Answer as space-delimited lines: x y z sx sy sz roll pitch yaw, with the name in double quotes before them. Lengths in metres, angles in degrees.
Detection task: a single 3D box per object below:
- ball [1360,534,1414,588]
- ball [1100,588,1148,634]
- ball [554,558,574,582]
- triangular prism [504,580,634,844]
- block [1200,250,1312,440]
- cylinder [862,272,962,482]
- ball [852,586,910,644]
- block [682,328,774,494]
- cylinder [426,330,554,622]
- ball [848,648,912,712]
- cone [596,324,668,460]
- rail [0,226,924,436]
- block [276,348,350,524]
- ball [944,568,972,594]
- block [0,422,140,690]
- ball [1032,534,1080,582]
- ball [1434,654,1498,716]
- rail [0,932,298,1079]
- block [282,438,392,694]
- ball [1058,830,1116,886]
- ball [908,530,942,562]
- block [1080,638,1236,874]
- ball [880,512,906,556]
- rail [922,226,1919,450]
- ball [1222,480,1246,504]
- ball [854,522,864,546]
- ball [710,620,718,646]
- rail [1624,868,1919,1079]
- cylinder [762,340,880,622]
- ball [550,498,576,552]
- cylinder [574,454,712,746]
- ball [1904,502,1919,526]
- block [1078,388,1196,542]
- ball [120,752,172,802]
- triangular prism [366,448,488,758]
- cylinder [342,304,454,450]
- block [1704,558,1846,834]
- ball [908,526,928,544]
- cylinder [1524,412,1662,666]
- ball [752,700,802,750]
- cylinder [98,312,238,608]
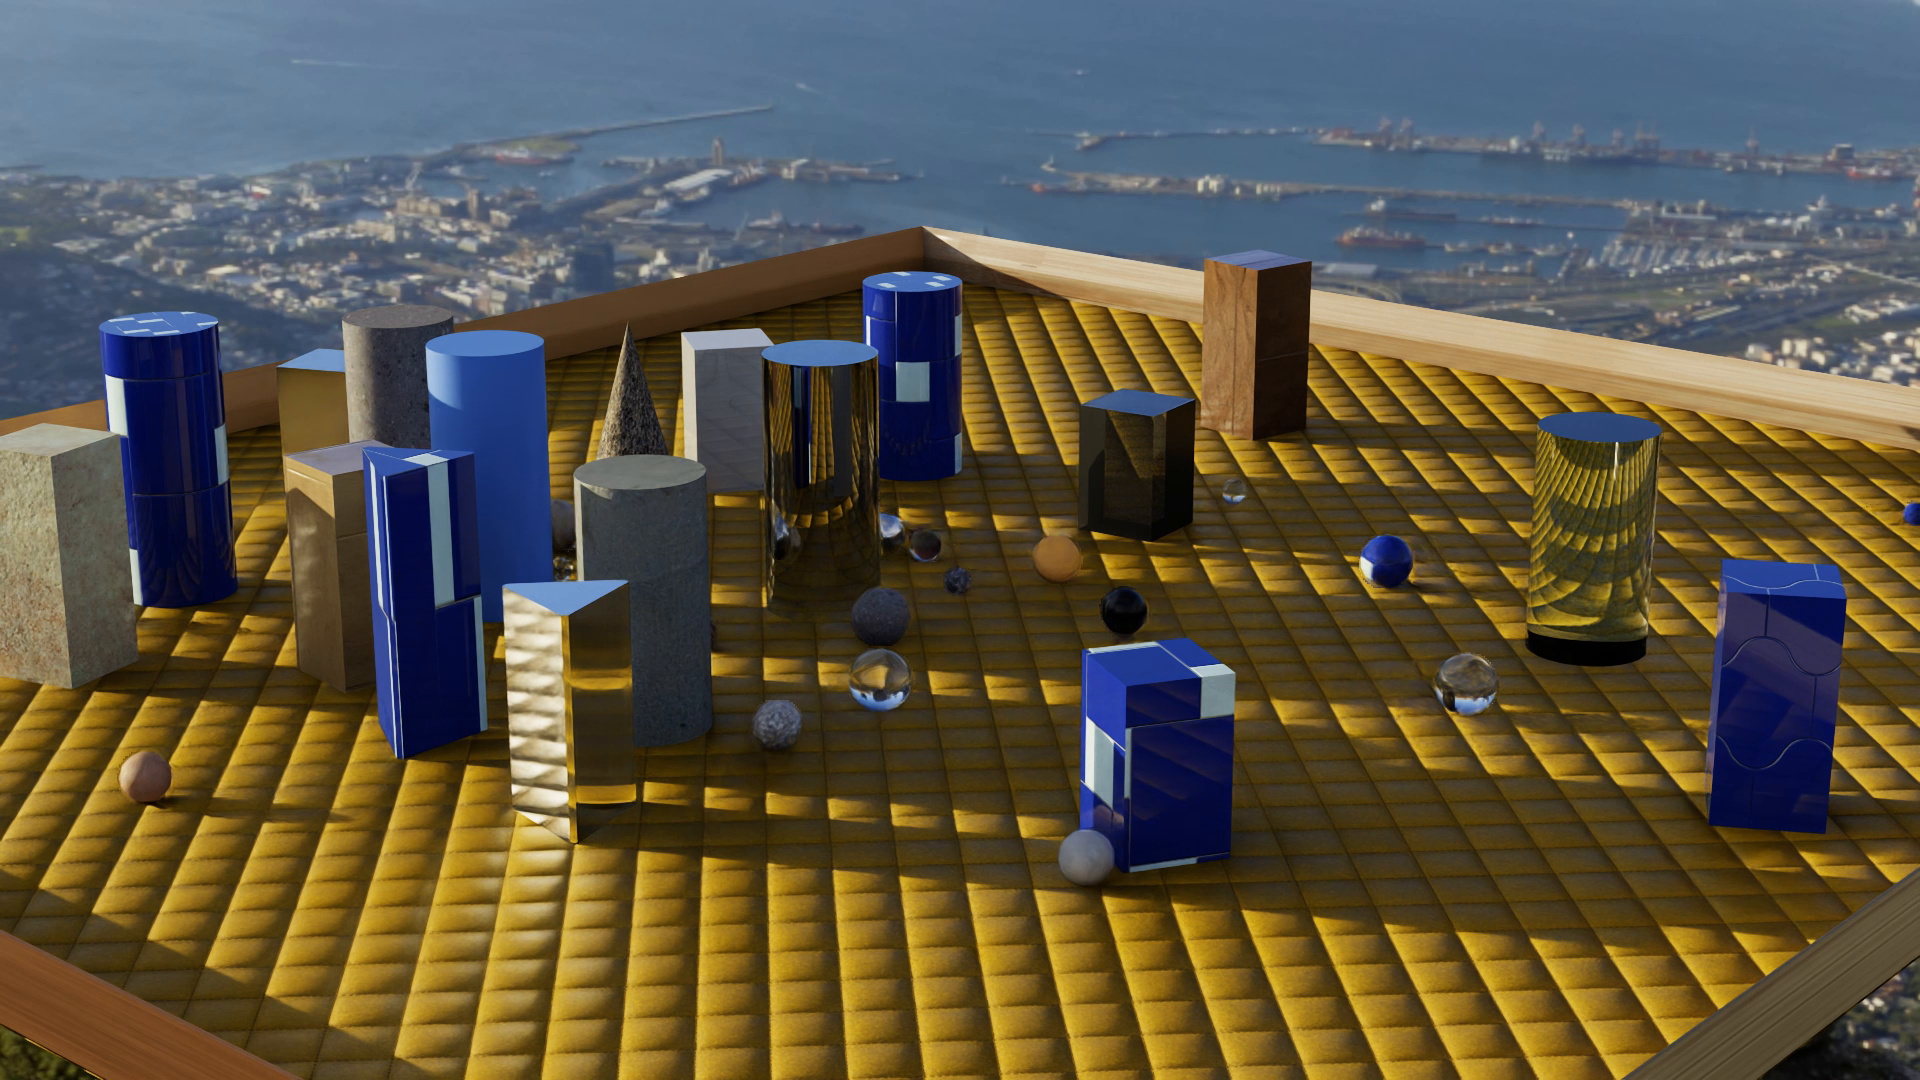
"ball" 0.753 0.036 5.171 0.093 0.093 0.093 0 17 0
"ball" 0.276 0.119 4.923 0.078 0.078 0.078 0 17 0
"ball" -0.708 0.053 5.199 0.045 0.045 0.045 0 17 0
"triangular prism" -0.526 0.229 4.117 0.148 0.333 0.171 -12 21 -35
"block" 0.625 -0.414 6.197 0.158 0.363 0.158 -13 21 -37
"cylinder" -0.095 -0.330 5.881 0.198 0.385 0.198 0 17 0
"ball" -0.131 0.126 4.869 0.096 0.096 0.096 0 17 0
"block" -0.456 -0.256 5.802 0.158 0.289 0.158 -4 17 -14
"cylinder" -0.802 -0.110 5.015 0.198 0.464 0.198 0 17 0
"ball" -0.124 0.218 4.558 0.099 0.099 0.099 0 17 0
"cone" -0.624 -0.231 5.568 0.198 0.376 0.198 0 17 0
"rail" -1.415 -0.322 6.296 0.045 0.129 4.066 14 22 39
"block" -1.175 -0.192 5.559 0.158 0.306 0.158 5 18 17
"ball" -0.003 0.072 5.132 0.047 0.047 0.047 0 17 0
"block" -1.450 0.024 4.710 0.158 0.383 0.158 8 18 24
"ball" 0.170 0.033 5.197 0.085 0.085 0.085 0 17 0
"ball" 0.784 0.224 4.542 0.096 0.096 0.096 0 17 0
"rail" -1.317 0.470 3.667 3.796 0.129 0.045 14 22 39
"block" -0.964 0.040 4.700 0.158 0.359 0.158 -14 22 -38
"ball" 0.170 0.424 3.916 0.075 0.075 0.075 0 17 0
"ball" -0.063 0.010 5.320 0.059 0.059 0.059 0 17 0
"block" 0.269 0.293 4.017 0.158 0.268 0.158 -6 18 -19
"ball" -0.139 -0.010 5.347 0.081 0.081 0.081 0 17 0
"rail" 1.317 -0.405 6.572 3.796 0.129 0.045 14 22 39
"ball" 0.531 -0.094 5.685 0.046 0.046 0.046 0 17 0
"ball" -0.173 -0.012 5.414 0.045 0.045 0.045 0 17 0
"ball" -0.430 0.154 4.843 0.058 0.058 0.058 0 17 0
"rail" 1.415 0.387 3.943 0.045 0.129 4.066 14 22 39
"cylinder" -0.237 -0.102 5.017 0.198 0.447 0.198 0 17 0
"ball" -0.742 -0.027 5.371 0.099 0.099 0.099 0 17 0
"cylinder" -0.480 0.090 4.454 0.198 0.403 0.198 0 17 0
"ball" 1.805 -0.049 5.538 0.045 0.045 0.045 0 17 0
"block" 0.332 -0.142 5.509 0.158 0.240 0.158 11 20 32
"ball" -1.167 0.339 4.201 0.073 0.073 0.073 0 17 0
"triangular prism" -0.836 0.084 4.415 0.148 0.438 0.171 14 22 38
"cylinder" -1.017 -0.199 5.366 0.198 0.430 0.198 0 17 0
"block" 1.146 0.218 4.131 0.158 0.345 0.158 3 17 11
"ball" -0.074 -0.003 5.386 0.045 0.045 0.045 0 17 0
"cylinder" 1.037 -0.003 4.811 0.198 0.377 0.198 0 17 0
"ball" -0.274 0.278 4.399 0.075 0.075 0.075 0 17 0
"cylinder" -1.372 -0.141 5.088 0.198 0.480 0.198 0 17 0
